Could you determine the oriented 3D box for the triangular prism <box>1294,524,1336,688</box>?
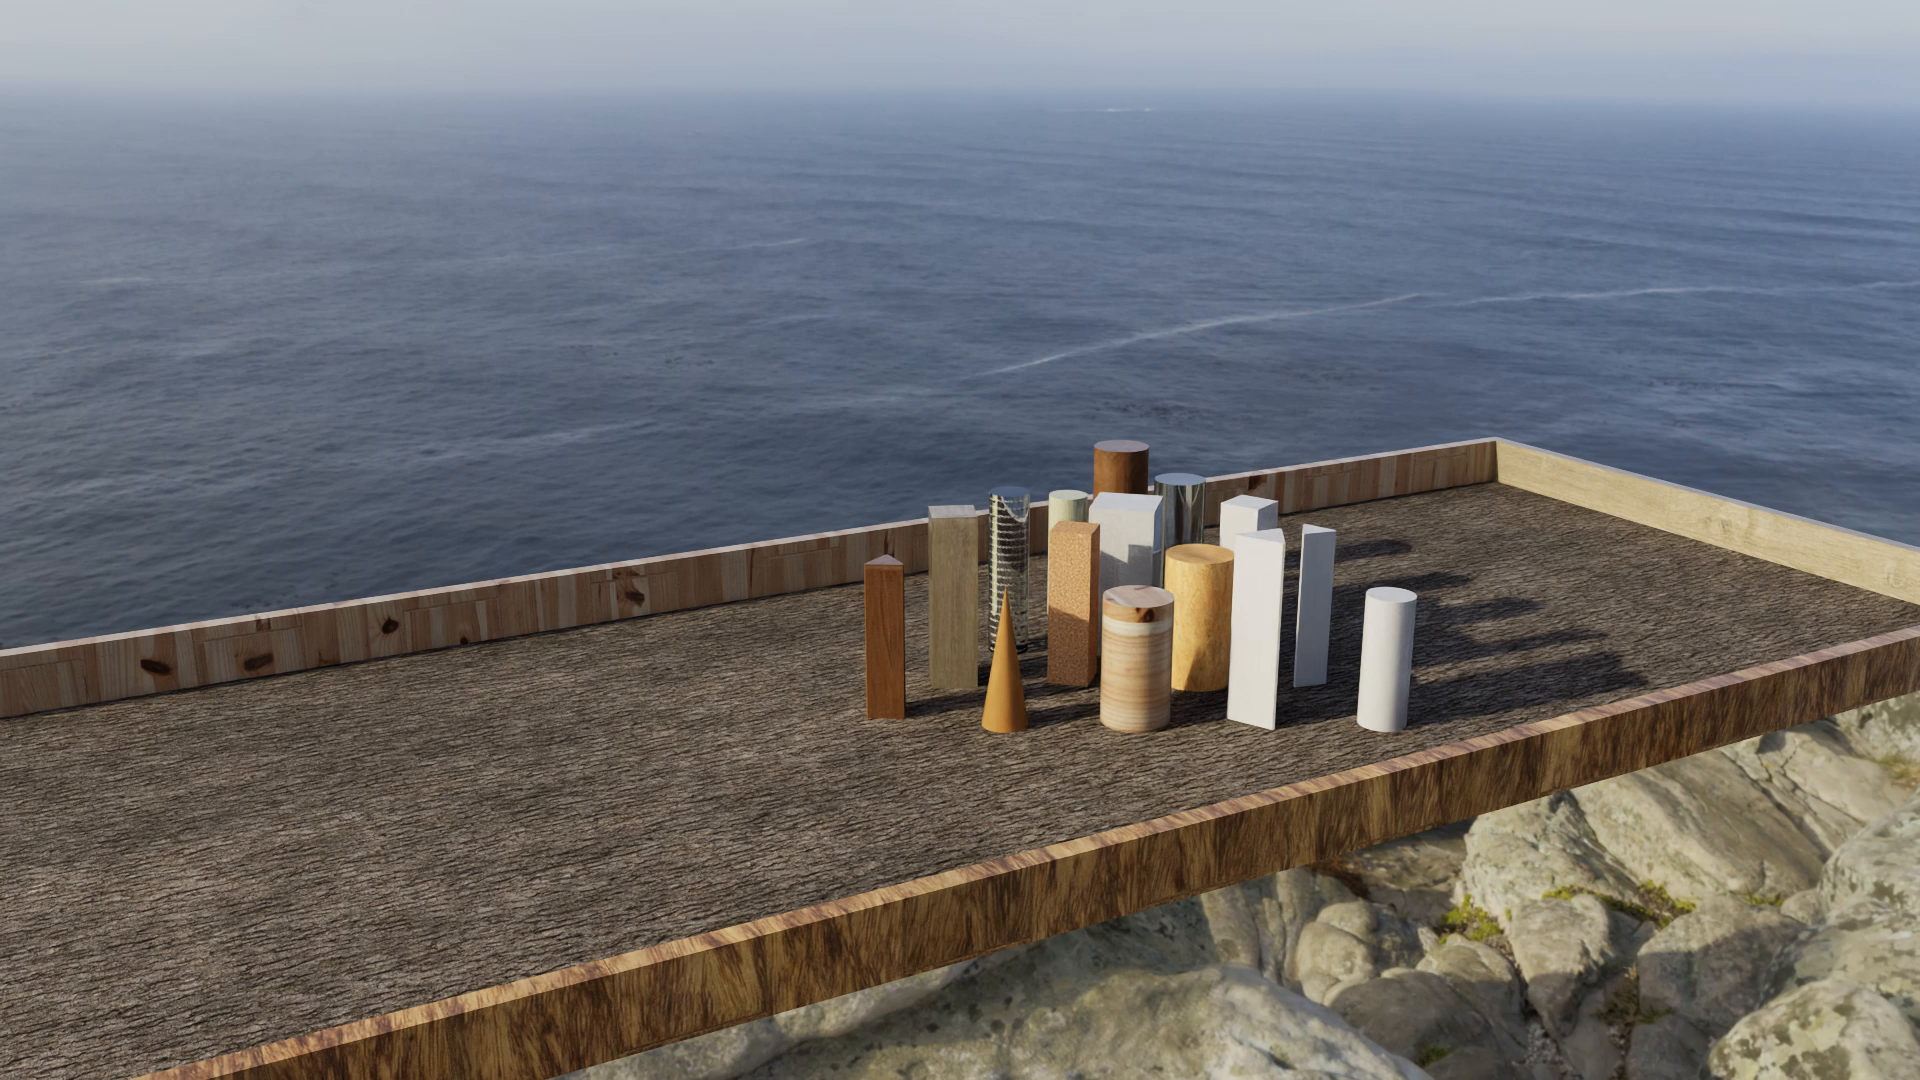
[{"bbox_3d":[0.863,0.162,4.099,0.091,0.398,0.078,-5,17,-17],"label":"triangular prism"}]

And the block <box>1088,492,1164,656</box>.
[{"bbox_3d":[0.432,0.093,4.332,0.168,0.399,0.168,4,17,14],"label":"block"}]

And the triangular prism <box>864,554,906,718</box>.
[{"bbox_3d":[-0.174,0.228,3.900,0.091,0.383,0.079,1,16,2],"label":"triangular prism"}]

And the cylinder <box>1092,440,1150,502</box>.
[{"bbox_3d":[0.470,-0.073,4.861,0.161,0.418,0.161,0,16,0],"label":"cylinder"}]

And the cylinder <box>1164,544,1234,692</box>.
[{"bbox_3d":[0.593,0.192,4.113,0.172,0.331,0.172,0,16,0],"label":"cylinder"}]

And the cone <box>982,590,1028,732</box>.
[{"bbox_3d":[0.106,0.266,3.835,0.111,0.346,0.111,0,16,0],"label":"cone"}]

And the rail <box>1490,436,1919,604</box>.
[{"bbox_3d":[2.466,-0.048,5.253,0.050,0.150,2.100,-9,18,-27],"label":"rail"}]

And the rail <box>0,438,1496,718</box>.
[{"bbox_3d":[-3.305,0.497,3.399,12.000,0.150,0.050,-9,18,-27],"label":"rail"}]

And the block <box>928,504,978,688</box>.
[{"bbox_3d":[-0.017,0.141,4.094,0.112,0.440,0.112,-2,16,-5],"label":"block"}]

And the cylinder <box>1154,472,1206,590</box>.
[{"bbox_3d":[0.601,0.026,4.555,0.139,0.401,0.139,0,16,0],"label":"cylinder"}]

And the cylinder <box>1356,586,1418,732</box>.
[{"bbox_3d":[0.994,0.278,3.846,0.114,0.318,0.114,0,16,0],"label":"cylinder"}]

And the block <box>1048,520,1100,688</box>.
[{"bbox_3d":[0.283,0.159,4.114,0.104,0.395,0.104,5,17,16],"label":"block"}]

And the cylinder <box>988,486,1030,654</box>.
[{"bbox_3d":[0.128,0.081,4.315,0.106,0.430,0.106,0,16,0],"label":"cylinder"}]

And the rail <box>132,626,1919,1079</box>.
[{"bbox_3d":[-2.336,1.006,1.665,12.000,0.150,0.050,-9,18,-27],"label":"rail"}]

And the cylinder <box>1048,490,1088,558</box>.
[{"bbox_3d":[0.299,0.041,4.600,0.107,0.347,0.107,0,16,0],"label":"cylinder"}]

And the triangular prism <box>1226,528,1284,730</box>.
[{"bbox_3d":[0.714,0.203,3.859,0.123,0.454,0.107,12,20,35],"label":"triangular prism"}]

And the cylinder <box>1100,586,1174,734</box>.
[{"bbox_3d":[0.414,0.278,3.865,0.166,0.307,0.166,0,16,0],"label":"cylinder"}]

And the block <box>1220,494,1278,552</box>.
[{"bbox_3d":[0.749,0.095,4.318,0.107,0.403,0.107,13,21,37],"label":"block"}]
